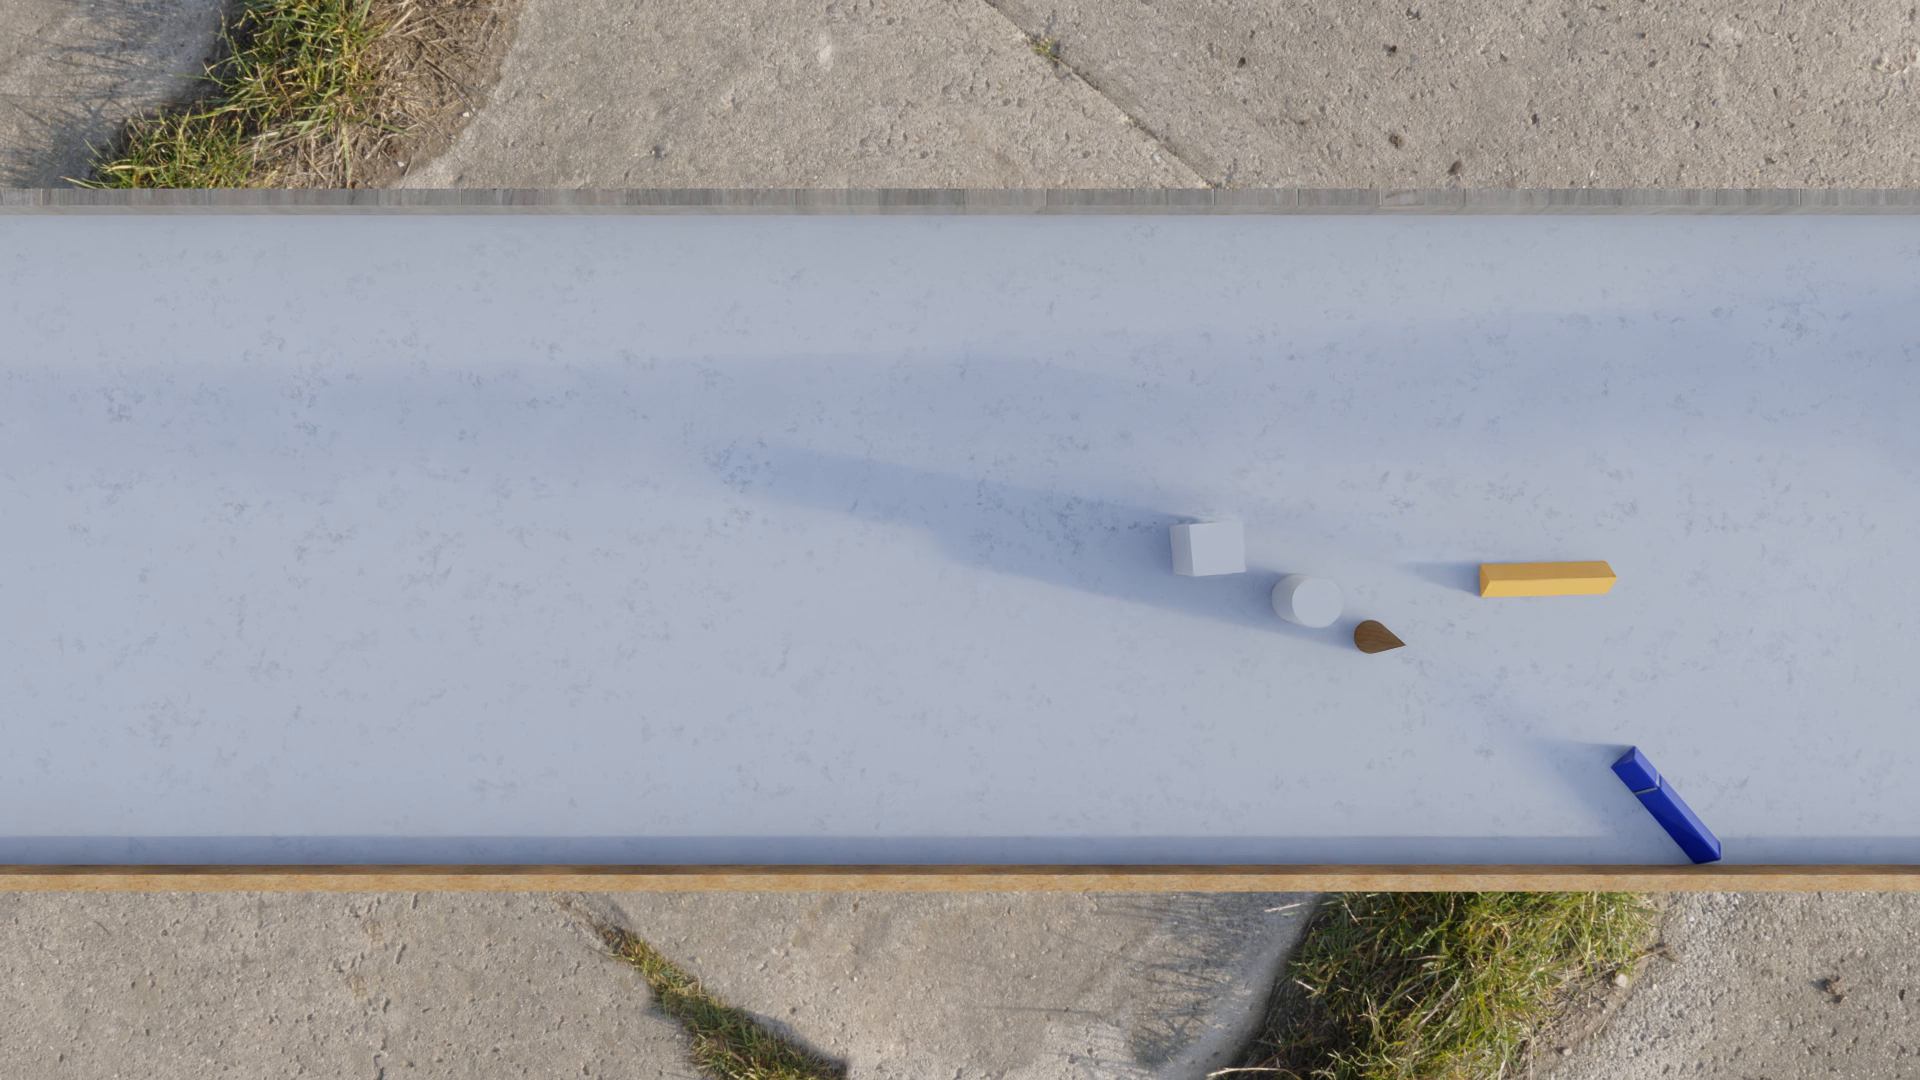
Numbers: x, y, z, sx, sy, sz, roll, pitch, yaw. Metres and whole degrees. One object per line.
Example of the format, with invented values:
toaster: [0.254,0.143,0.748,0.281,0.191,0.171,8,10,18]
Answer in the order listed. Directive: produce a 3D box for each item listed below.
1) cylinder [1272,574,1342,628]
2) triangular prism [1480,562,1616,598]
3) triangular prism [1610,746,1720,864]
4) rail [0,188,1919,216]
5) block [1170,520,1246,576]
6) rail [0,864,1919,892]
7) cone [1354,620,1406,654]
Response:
cylinder: [1.032,0.180,4.918,0.147,0.318,0.147,0,90,0]
triangular prism: [1.794,0.121,5.031,0.386,0.086,0.099,-2,90,0]
triangular prism: [2.170,0.816,5.031,0.099,0.086,0.399,-41,90,0]
rail: [-2.247,-1.025,5.002,12.000,0.150,0.050,0,90,0]
block: [0.723,0.023,4.856,0.146,0.441,0.146,-5,90,0]
rail: [-2.247,1.025,5.001,12.000,0.150,0.050,0,90,0]
cone: [1.265,0.298,4.873,0.104,0.408,0.104,0,90,0]
